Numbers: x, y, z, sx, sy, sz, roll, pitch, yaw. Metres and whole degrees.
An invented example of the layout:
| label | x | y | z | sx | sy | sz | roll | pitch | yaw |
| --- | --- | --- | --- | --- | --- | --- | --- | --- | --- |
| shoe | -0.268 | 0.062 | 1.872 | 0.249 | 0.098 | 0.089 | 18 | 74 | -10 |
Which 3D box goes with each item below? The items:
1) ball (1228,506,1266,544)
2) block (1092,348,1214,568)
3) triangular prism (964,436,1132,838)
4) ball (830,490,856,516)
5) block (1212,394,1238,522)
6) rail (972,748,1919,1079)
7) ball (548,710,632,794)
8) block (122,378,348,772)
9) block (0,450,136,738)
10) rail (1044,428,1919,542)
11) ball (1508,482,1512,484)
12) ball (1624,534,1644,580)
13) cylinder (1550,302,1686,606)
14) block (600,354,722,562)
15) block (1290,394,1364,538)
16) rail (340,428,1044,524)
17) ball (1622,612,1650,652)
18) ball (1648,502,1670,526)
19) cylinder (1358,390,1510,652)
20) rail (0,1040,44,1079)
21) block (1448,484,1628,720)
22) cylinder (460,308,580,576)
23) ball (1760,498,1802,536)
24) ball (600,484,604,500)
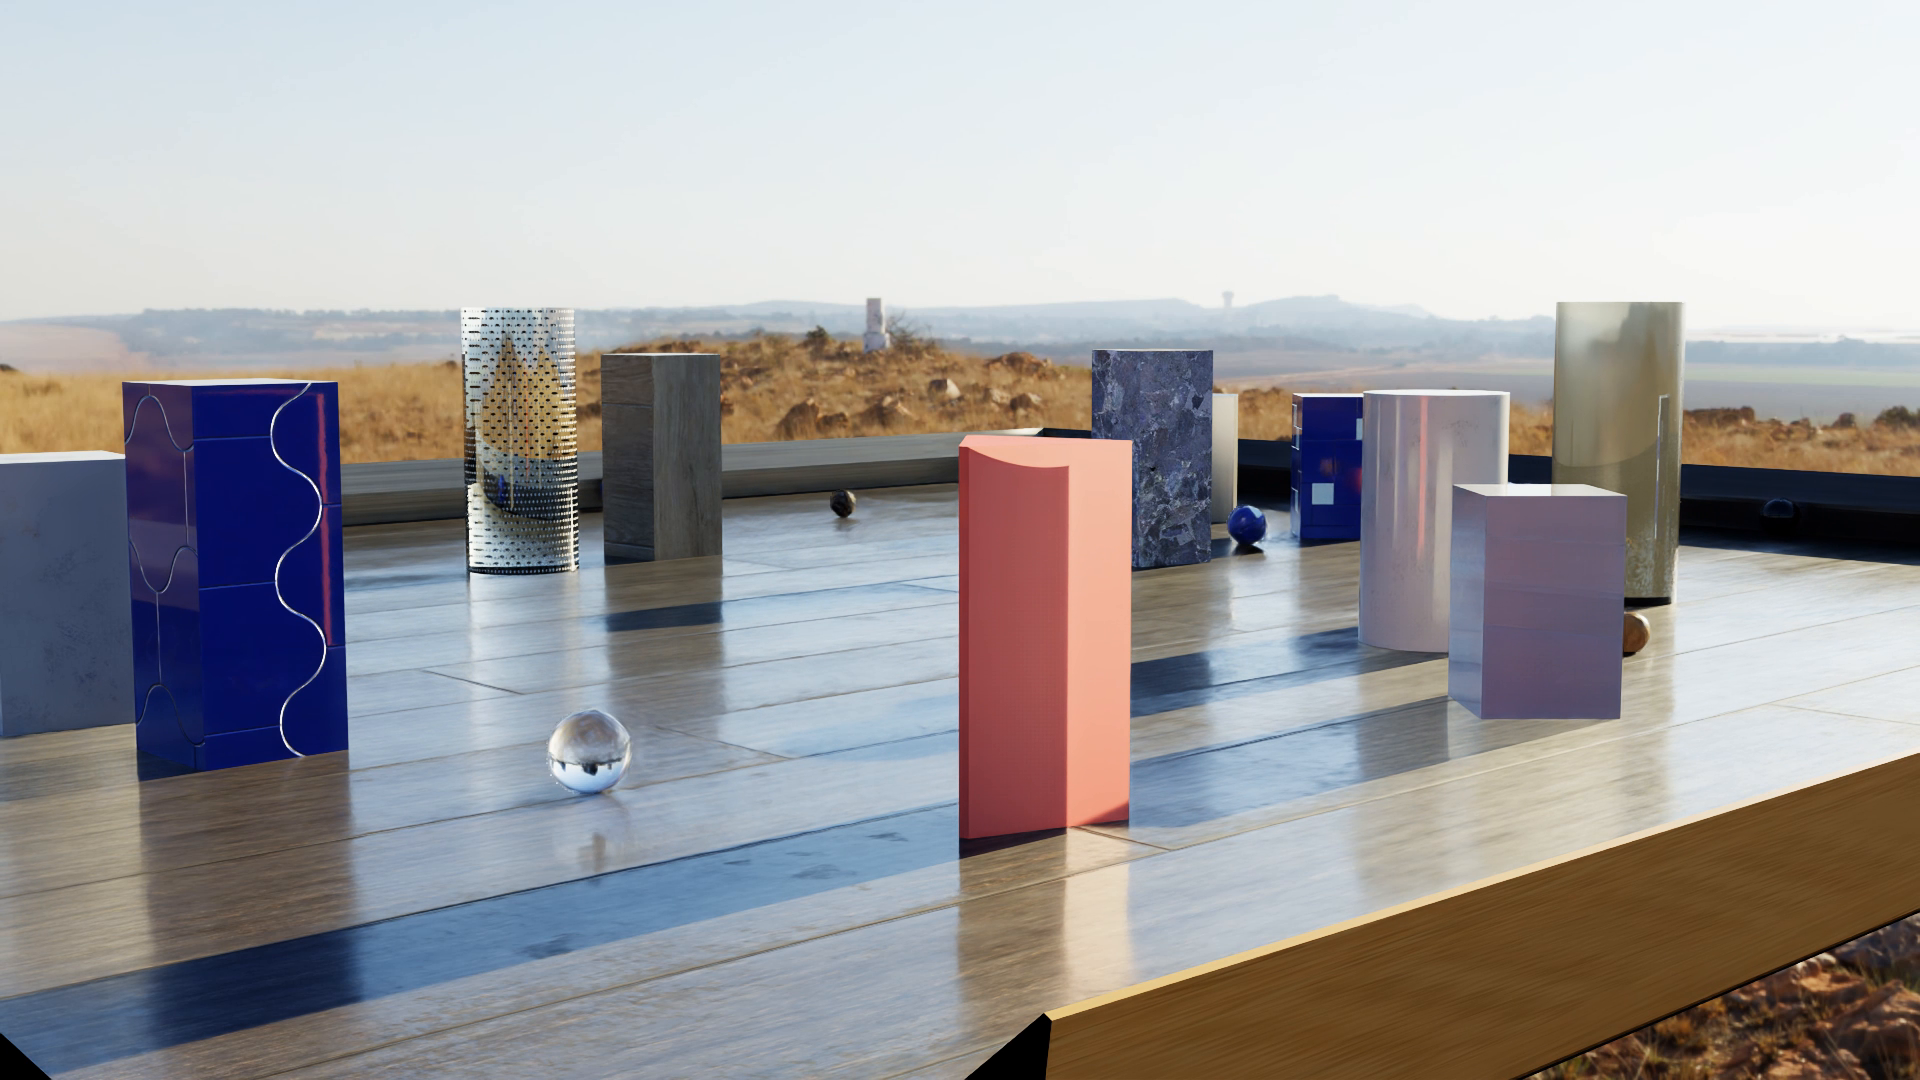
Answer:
| label | x | y | z | sx | sy | sz | roll | pitch | yaw |
| --- | --- | --- | --- | --- | --- | --- | --- | --- | --- |
| ball | 0.543 | -0.027 | 4.153 | 0.072 | 0.072 | 0.072 | 0 | 6 | 0 |
| block | 0.337 | -0.149 | 3.876 | 0.152 | 0.372 | 0.152 | -3 | 7 | -29 |
| triangular prism | 0.043 | 0.076 | 1.936 | 0.165 | 0.331 | 0.143 | -3 | 7 | -27 |
| ball | -0.250 | -0.078 | 4.716 | 0.055 | 0.055 | 0.055 | 0 | 6 | 0 |
| block | 0.507 | -0.176 | 4.656 | 0.152 | 0.262 | 0.152 | 1 | 6 | 10 |
| rail | 1.169 | 0.165 | 2.072 | 3.833 | 0.124 | 0.045 | -6 | 8 | -42 |
| ball | -0.341 | 0.195 | 2.023 | 0.077 | 0.077 | 0.077 | 0 | 6 | 0 |
| block | -0.726 | 0.027 | 2.207 | 0.152 | 0.371 | 0.152 | -6 | 8 | -44 |
| block | -0.980 | 0.052 | 2.380 | 0.152 | 0.285 | 0.152 | -4 | 7 | -36 |
| rail | 1.391 | -0.102 | 4.609 | 0.045 | 0.124 | 3.494 | -6 | 8 | -42 |
| ball | 1.102 | -0.069 | 4.437 | 0.095 | 0.095 | 0.095 | 0 | 6 | 0 |
| ball | 1.078 | 0.027 | 3.605 | 0.079 | 0.079 | 0.079 | 0 | 6 | 0 |
| cylinder | 1.002 | -0.136 | 3.357 | 0.190 | 0.454 | 0.190 | 0 | 6 | 0 |
| block | -0.538 | -0.154 | 3.969 | 0.152 | 0.362 | 0.152 | -6 | 8 | -44 |
| block | 0.738 | -0.147 | 4.324 | 0.152 | 0.275 | 0.152 | 0 | 6 | 1 |
| rail | -1.169 | -0.101 | 4.592 | 3.833 | 0.124 | 0.045 | -6 | 8 | -42 |
| ball | 0.869 | 0.119 | 2.855 | 0.052 | 0.052 | 0.052 | 0 | 6 | 0 |
| ball | 1.438 | -0.053 | 4.524 | 0.046 | 0.046 | 0.046 | 0 | 6 | 0 |
| cylinder | 0.631 | -0.030 | 2.931 | 0.190 | 0.333 | 0.190 | 0 | 6 | 0 |
| rail | -1.391 | 0.167 | 2.056 | 0.045 | 0.124 | 3.494 | -6 | 8 | -42 |
| block | 0.641 | 0.066 | 2.454 | 0.152 | 0.244 | 0.152 | 0 | 6 | -1 |
| cylinder | -0.749 | -0.172 | 3.748 | 0.190 | 0.445 | 0.190 | 0 | 6 | 0 |
| ball | 1.605 | -0.045 | 4.302 | 0.075 | 0.075 | 0.075 | 0 | 6 | 0 |
| ball | -0.758 | -0.111 | 4.887 | 0.084 | 0.084 | 0.084 | 0 | 6 | 0 |
